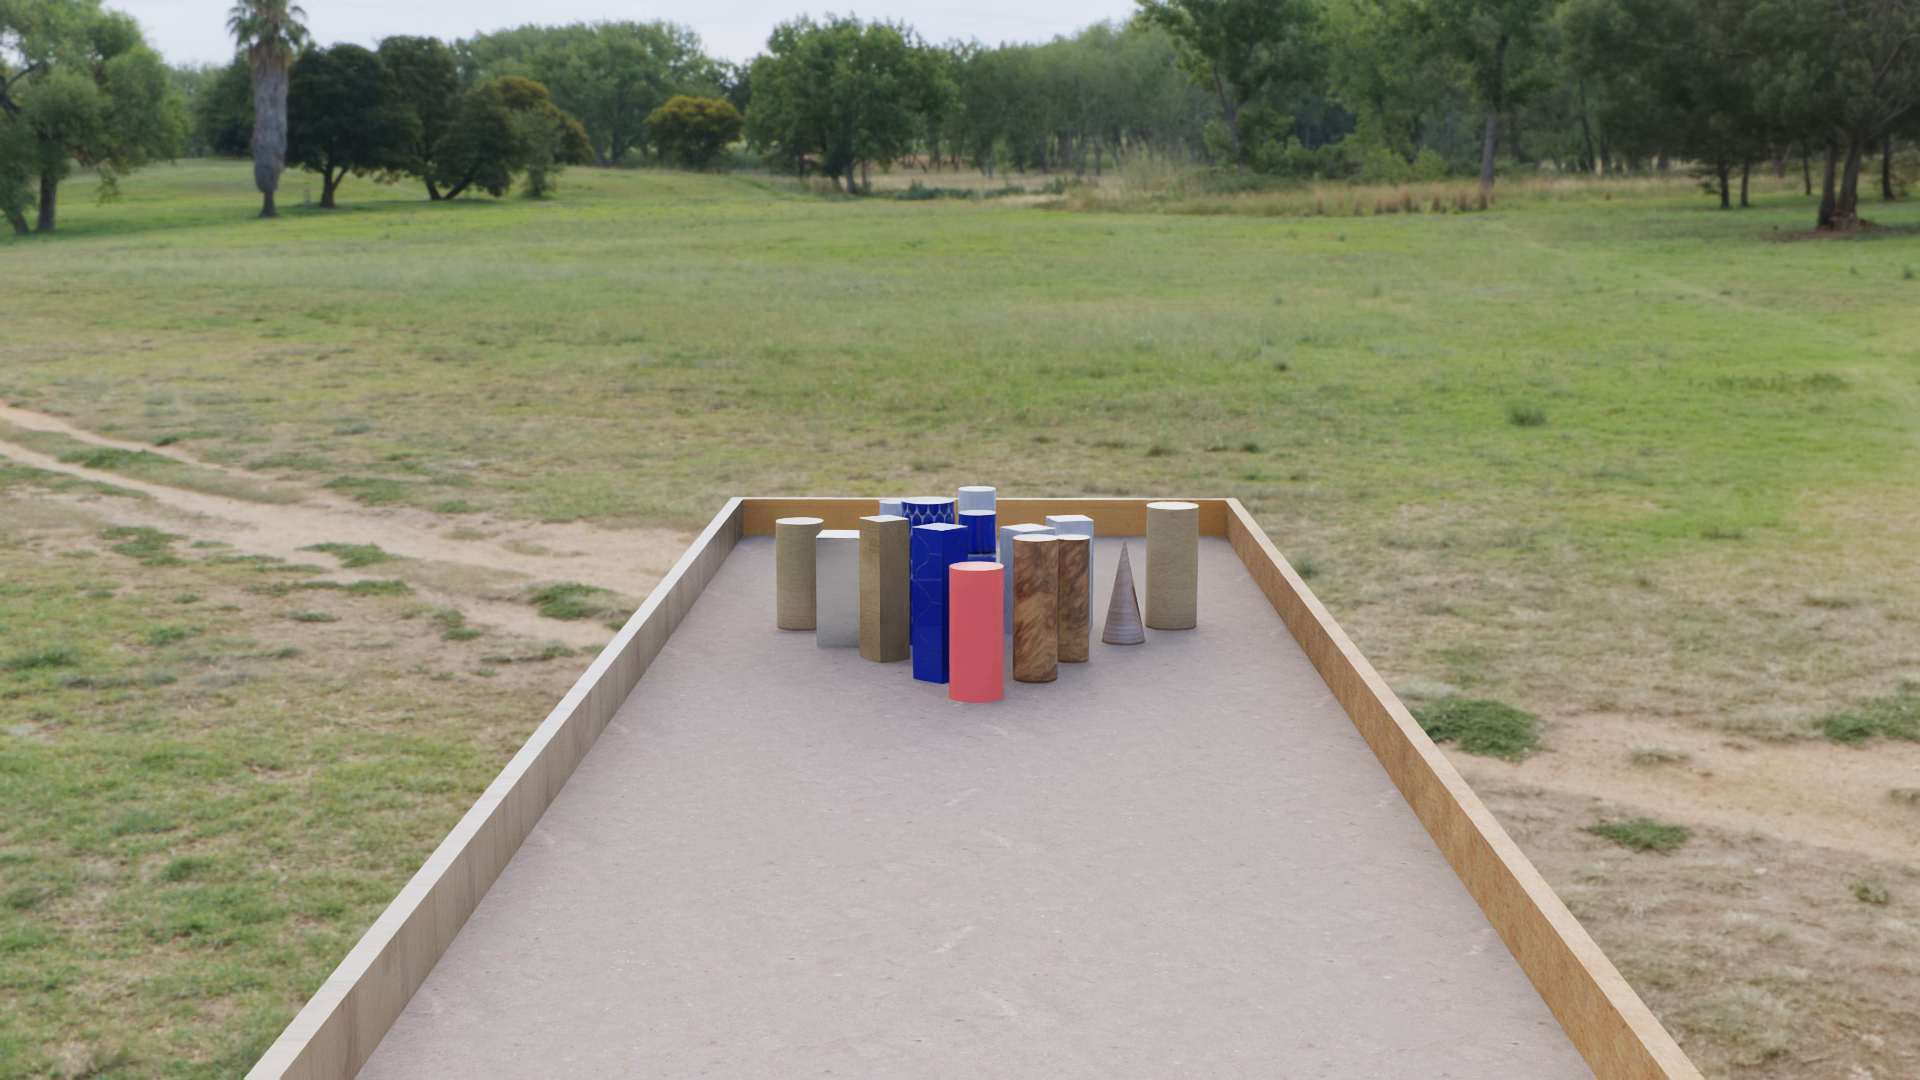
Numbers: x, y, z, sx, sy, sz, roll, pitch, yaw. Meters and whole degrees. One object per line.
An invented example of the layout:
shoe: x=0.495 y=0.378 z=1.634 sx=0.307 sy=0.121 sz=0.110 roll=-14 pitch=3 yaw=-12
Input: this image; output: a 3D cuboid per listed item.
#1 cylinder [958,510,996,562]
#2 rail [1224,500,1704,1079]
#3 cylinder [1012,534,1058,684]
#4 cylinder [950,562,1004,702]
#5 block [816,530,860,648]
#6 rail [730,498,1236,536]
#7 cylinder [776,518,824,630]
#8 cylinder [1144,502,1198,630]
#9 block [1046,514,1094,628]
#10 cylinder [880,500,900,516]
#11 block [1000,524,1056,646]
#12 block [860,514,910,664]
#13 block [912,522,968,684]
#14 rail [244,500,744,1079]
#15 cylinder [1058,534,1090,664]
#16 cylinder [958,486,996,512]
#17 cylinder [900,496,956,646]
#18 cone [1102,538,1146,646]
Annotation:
cylinder: x=0.053 y=0.139 z=6.697 sx=0.115 sy=0.449 sz=0.115 roll=0 pitch=9 yaw=0
rail: x=1.046 y=0.843 z=3.208 sx=0.050 sy=0.150 sz=12.000 roll=0 pitch=9 yaw=1
cylinder: x=0.220 y=0.200 z=6.416 sx=0.131 sy=0.418 sz=0.131 roll=0 pitch=9 yaw=0
cylinder: x=0.046 y=0.258 z=6.187 sx=0.153 sy=0.374 sz=0.153 roll=0 pitch=9 yaw=0
block: x=-0.366 y=0.152 z=6.936 sx=0.152 sy=0.348 sz=0.152 roll=1 pitch=9 yaw=5
rail: x=0.099 y=-0.098 z=9.147 sx=2.100 sy=0.150 sz=0.050 roll=0 pitch=9 yaw=1
cylinder: x=-0.523 y=0.110 z=7.195 sx=0.155 sy=0.350 sz=0.155 roll=0 pitch=9 yaw=0
cylinder: x=0.694 y=0.084 z=7.204 sx=0.170 sy=0.398 sz=0.170 roll=0 pitch=9 yaw=0
block: x=0.358 y=0.105 z=7.210 sx=0.125 sy=0.356 sz=0.125 roll=-2 pitch=9 yaw=-15
cylinder: x=-0.210 y=0.079 z=7.183 sx=0.105 sy=0.415 sz=0.105 roll=0 pitch=9 yaw=0
block: x=0.212 y=0.145 z=6.910 sx=0.124 sy=0.372 sz=0.124 roll=-6 pitch=11 yaw=-35
block: x=-0.230 y=0.148 z=6.694 sx=0.109 sy=0.432 sz=0.109 roll=-7 pitch=11 yaw=-36
block: x=-0.058 y=0.183 z=6.417 sx=0.113 sy=0.450 sz=0.113 roll=8 pitch=12 yaw=40
rail: x=-1.004 y=0.839 z=3.234 sx=0.050 sy=0.150 sz=12.000 roll=0 pitch=9 yaw=1
cylinder: x=0.340 y=0.178 z=6.674 sx=0.104 sy=0.379 sz=0.104 roll=0 pitch=9 yaw=0
cylinder: x=0.056 y=0.057 z=7.202 sx=0.124 sy=0.453 sz=0.124 roll=0 pitch=9 yaw=0
cylinder: x=-0.101 y=0.098 z=6.951 sx=0.171 sy=0.451 sz=0.171 roll=0 pitch=9 yaw=0
cone: x=0.519 y=0.155 z=6.959 sx=0.139 sy=0.335 sz=0.139 roll=0 pitch=9 yaw=0
